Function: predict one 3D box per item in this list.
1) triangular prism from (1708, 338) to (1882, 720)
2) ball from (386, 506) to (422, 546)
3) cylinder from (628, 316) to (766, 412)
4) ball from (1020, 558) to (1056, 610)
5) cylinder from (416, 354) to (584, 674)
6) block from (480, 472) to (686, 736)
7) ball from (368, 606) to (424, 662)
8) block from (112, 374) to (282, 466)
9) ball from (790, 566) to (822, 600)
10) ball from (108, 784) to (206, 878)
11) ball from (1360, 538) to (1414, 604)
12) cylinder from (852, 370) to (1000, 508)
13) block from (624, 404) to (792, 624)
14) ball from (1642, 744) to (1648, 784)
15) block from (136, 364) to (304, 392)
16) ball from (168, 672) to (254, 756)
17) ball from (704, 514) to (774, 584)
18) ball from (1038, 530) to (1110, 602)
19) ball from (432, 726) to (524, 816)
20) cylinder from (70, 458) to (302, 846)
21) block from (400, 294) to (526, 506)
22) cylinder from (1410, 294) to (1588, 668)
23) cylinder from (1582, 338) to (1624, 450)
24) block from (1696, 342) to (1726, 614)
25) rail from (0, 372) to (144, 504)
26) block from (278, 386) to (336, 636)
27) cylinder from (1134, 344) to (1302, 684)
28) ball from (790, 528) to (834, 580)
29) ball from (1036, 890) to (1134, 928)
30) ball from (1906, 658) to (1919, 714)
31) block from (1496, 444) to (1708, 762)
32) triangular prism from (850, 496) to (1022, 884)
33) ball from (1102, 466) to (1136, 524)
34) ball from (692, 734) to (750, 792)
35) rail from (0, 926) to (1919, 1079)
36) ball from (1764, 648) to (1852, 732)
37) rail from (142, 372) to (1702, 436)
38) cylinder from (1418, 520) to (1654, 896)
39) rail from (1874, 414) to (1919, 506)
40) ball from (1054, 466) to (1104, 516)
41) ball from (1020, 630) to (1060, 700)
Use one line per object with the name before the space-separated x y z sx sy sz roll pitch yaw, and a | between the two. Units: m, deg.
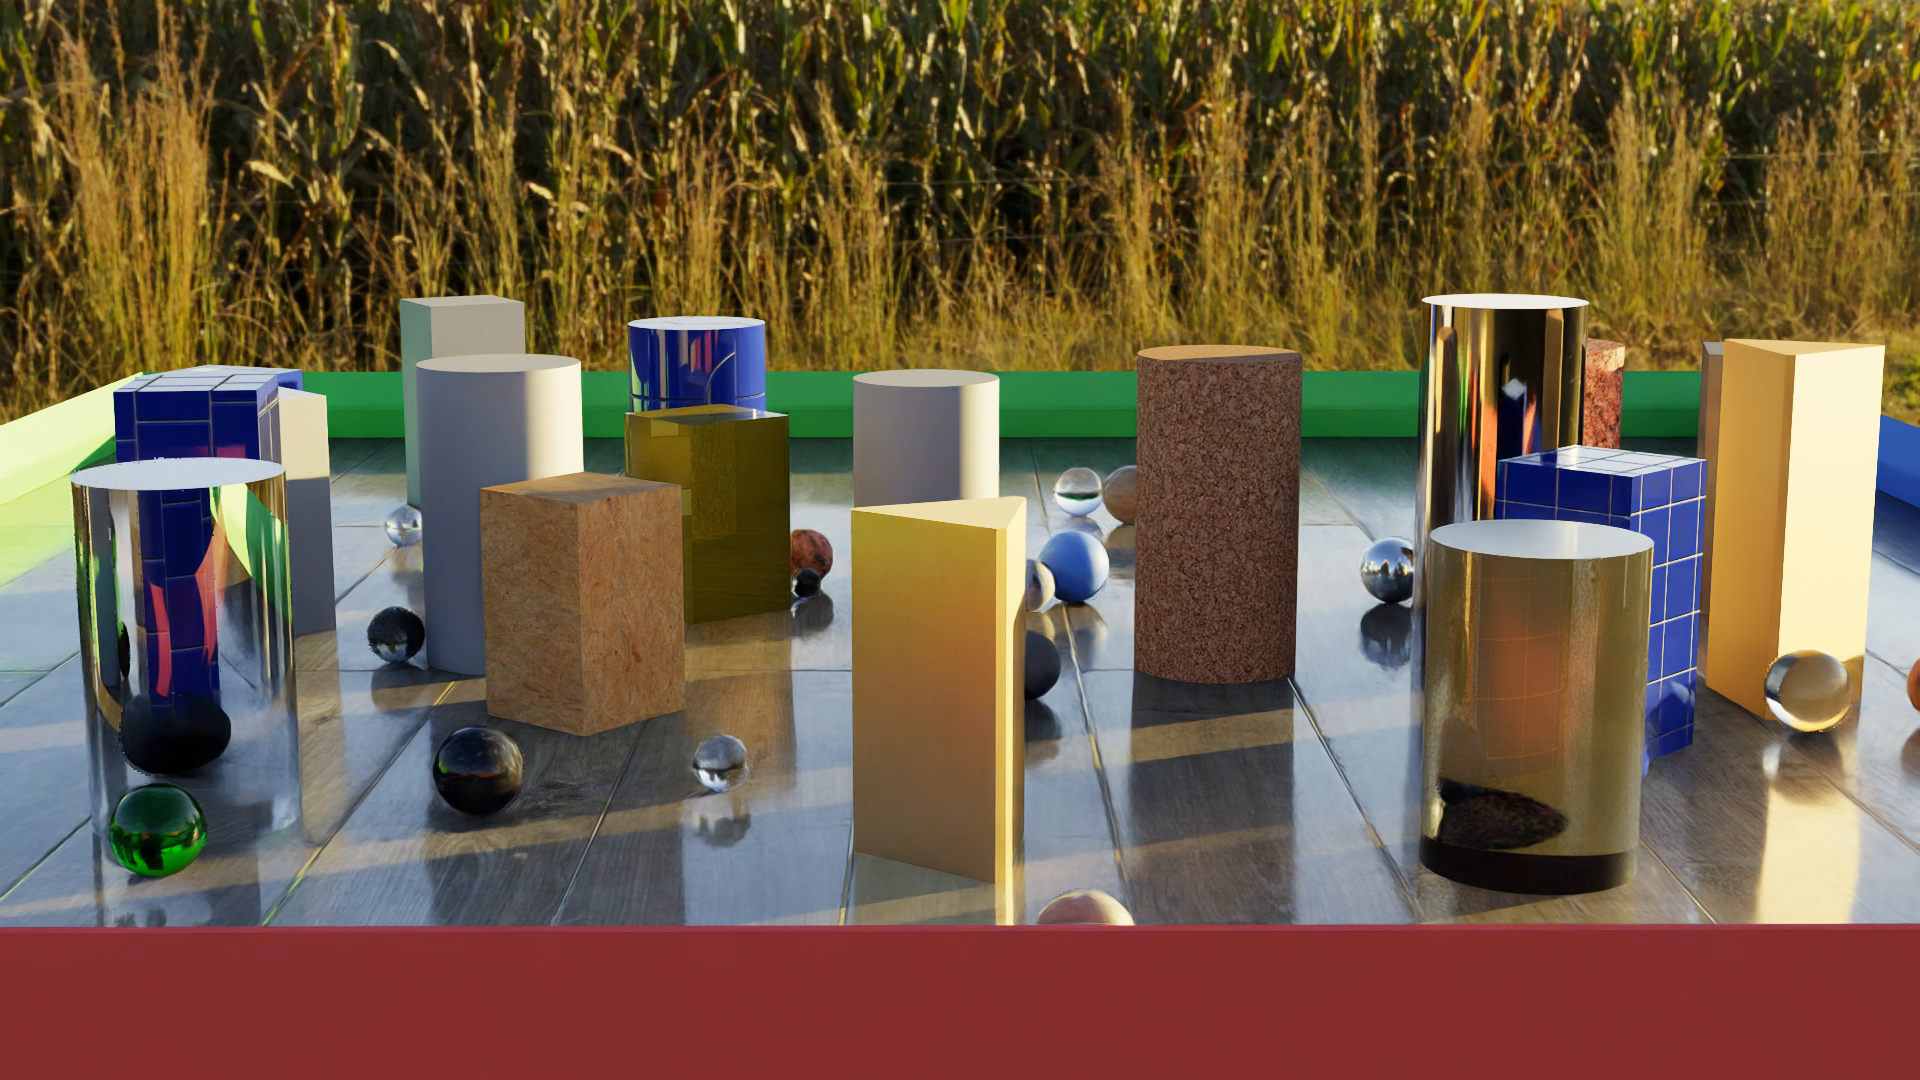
triangular prism | 0.936 -0.020 2.962 0.172 0.413 0.149 -8 13 -36
ball | -0.849 -0.021 3.931 0.062 0.062 0.062 0 10 0
cylinder | -0.382 -0.139 3.756 0.199 0.358 0.199 0 10 0
ball | 0.093 0.060 3.470 0.071 0.071 0.071 0 10 0
cylinder | -0.564 -0.036 3.168 0.199 0.368 0.199 0 10 0
block | -0.426 0.068 2.906 0.159 0.260 0.159 8 13 38
ball | -0.697 0.116 3.170 0.069 0.069 0.069 0 10 0
block | -0.888 -0.005 3.021 0.159 0.362 0.159 -1 11 -6
ball | -0.214 0.059 3.546 0.045 0.045 0.045 0 10 0
ball | -0.728 0.264 2.330 0.085 0.085 0.085 0 10 0
ball | 0.593 0.042 3.516 0.090 0.090 0.090 0 10 0
cylinder | -0.046 -0.068 3.506 0.199 0.309 0.199 0 10 0
block | -0.341 -0.039 3.471 0.159 0.265 0.159 -9 14 -39
ball | 0.638 0.219 2.552 0.091 0.091 0.091 0 10 0
block | -1.024 -0.080 3.574 0.159 0.307 0.159 4 11 21
ball | -0.800 0.186 2.743 0.088 0.088 0.088 0 10 0
ball | -0.315 0.012 3.648 0.099 0.099 0.099 0 10 0
ball | 0.155 0.036 3.523 0.099 0.099 0.099 0 10 0
ball | -0.473 0.226 2.522 0.088 0.088 0.088 0 10 0
cylinder | -0.748 0.104 2.486 0.199 0.342 0.199 0 10 0
block | -0.826 -0.228 4.278 0.159 0.343 0.159 -6 12 -29
cylinder | 0.660 -0.071 3.147 0.199 0.445 0.199 0 10 0
cylinder | 0.790 -0.087 3.475 0.199 0.358 0.199 0 10 0
block | 1.085 -0.084 3.479 0.159 0.350 0.159 2 11 13
rail | -1.583 0.035 3.440 0.045 0.129 3.326 0 10 0
block | -0.928 -0.036 3.336 0.159 0.308 0.159 -9 14 -41
cylinder | 0.313 -0.036 3.124 0.199 0.384 0.199 0 10 0
ball | -0.219 0.024 3.638 0.080 0.080 0.080 0 10 0
ball | 0.100 0.319 2.037 0.082 0.082 0.082 0 10 0
ball | 1.105 0.164 2.873 0.084 0.084 0.084 0 10 0
block | 0.684 0.069 2.757 0.159 0.313 0.159 10 14 43
triangular prism | 0.013 0.130 2.393 0.172 0.325 0.149 8 13 36
ball | 0.276 -0.073 4.124 0.094 0.094 0.094 0 10 0
ball | -0.242 0.226 2.606 0.058 0.058 0.058 0 10 0
rail | 0.009 0.331 1.837 3.213 0.129 0.045 0 10 0
ball | 0.939 0.165 2.841 0.093 0.093 0.093 0 10 0
rail | -0.009 -0.265 5.061 3.213 0.129 0.045 0 10 0
cylinder | 0.526 0.148 2.351 0.199 0.304 0.199 0 10 0
rail | 1.583 0.032 3.458 0.045 0.129 3.326 0 10 0
ball | 0.195 -0.079 4.195 0.081 0.081 0.081 0 10 0
ball | 0.077 0.146 2.980 0.081 0.081 0.081 0 10 0
